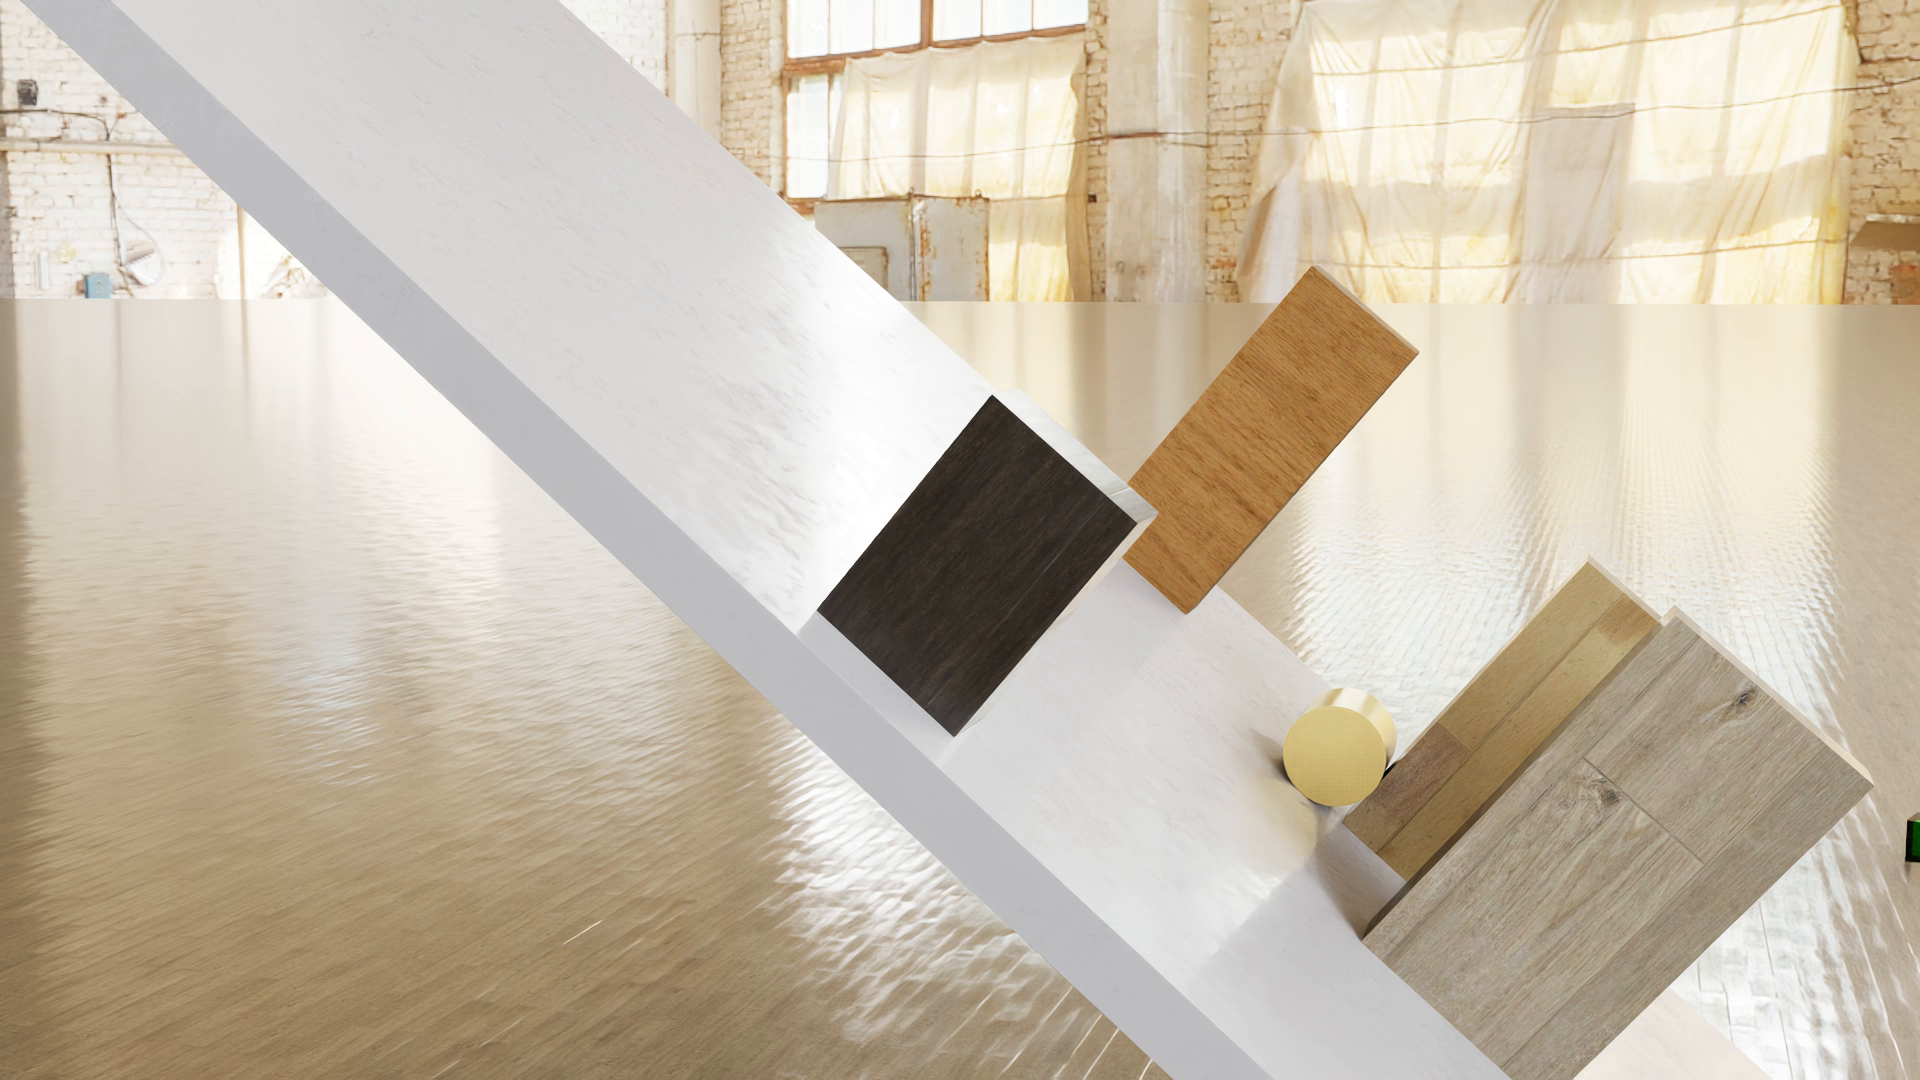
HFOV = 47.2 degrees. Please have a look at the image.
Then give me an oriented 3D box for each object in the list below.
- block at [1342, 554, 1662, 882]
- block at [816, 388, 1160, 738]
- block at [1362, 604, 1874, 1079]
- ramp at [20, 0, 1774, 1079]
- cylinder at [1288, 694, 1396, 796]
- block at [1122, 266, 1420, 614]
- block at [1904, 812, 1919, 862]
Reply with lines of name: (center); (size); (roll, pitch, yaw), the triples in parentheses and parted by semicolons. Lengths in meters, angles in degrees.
block: (1.081, 0.416, 4.015); (0.420, 0.661, 0.107); (42, 16, 8)
block: (0.039, 0.031, 3.184); (0.274, 0.415, 0.143); (42, 16, 8)
block: (1.046, 0.512, 3.545); (0.390, 0.737, 0.120); (42, 16, 8)
ramp: (0.011, 0.035, 4.035); (4.000, 0.100, 2.000); (42, 16, 8)
cylinder: (0.716, 0.387, 4.134); (0.189, 0.189, 0.189); (1, -6, 7)
block: (0.599, -0.202, 4.511); (0.271, 0.707, 0.106); (42, 16, 8)
block: (3.082, 0.948, 6.963); (0.131, 0.131, 0.131); (5, 9, 36)
